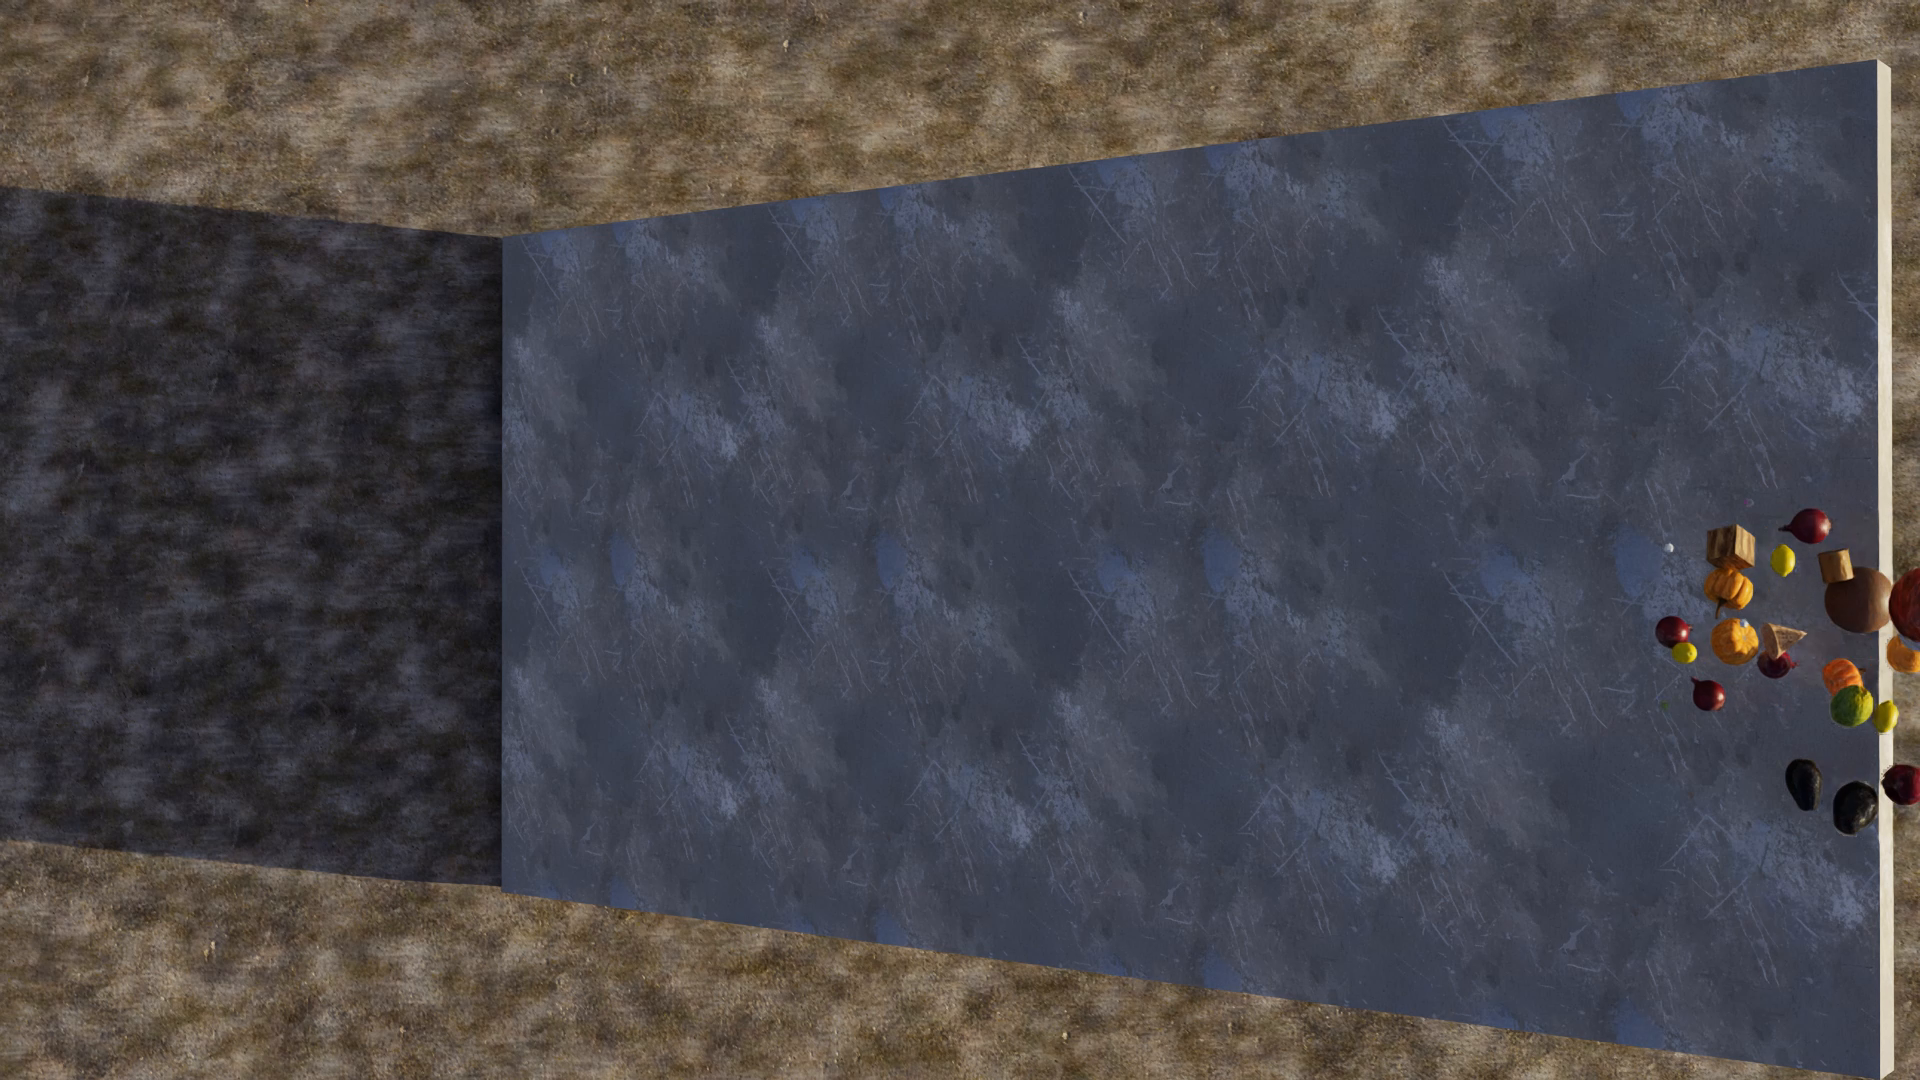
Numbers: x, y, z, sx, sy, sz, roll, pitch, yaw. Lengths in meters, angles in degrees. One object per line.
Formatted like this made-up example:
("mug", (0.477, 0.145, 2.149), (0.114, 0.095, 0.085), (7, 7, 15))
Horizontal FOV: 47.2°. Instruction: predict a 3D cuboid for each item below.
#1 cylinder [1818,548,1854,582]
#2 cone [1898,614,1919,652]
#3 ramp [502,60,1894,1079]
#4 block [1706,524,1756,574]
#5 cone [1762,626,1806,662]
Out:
("cylinder", (1.672, 0.049, 4.198), (0.055, 0.055, 0.055), (-12, 91, 0))
("cone", (1.494, 0.140, 3.423), (0.059, 0.059, 0.059), (-5, 76, 19))
("ramp", (0.232, 0.065, 5.551), (4.000, 0.100, 2.000), (0, 89, 37))
("block", (1.472, 0.017, 4.198), (0.062, 0.062, 0.062), (28, 61, -31))
("cone", (1.544, 0.181, 4.097), (0.072, 0.072, 0.072), (-26, 90, 22))
